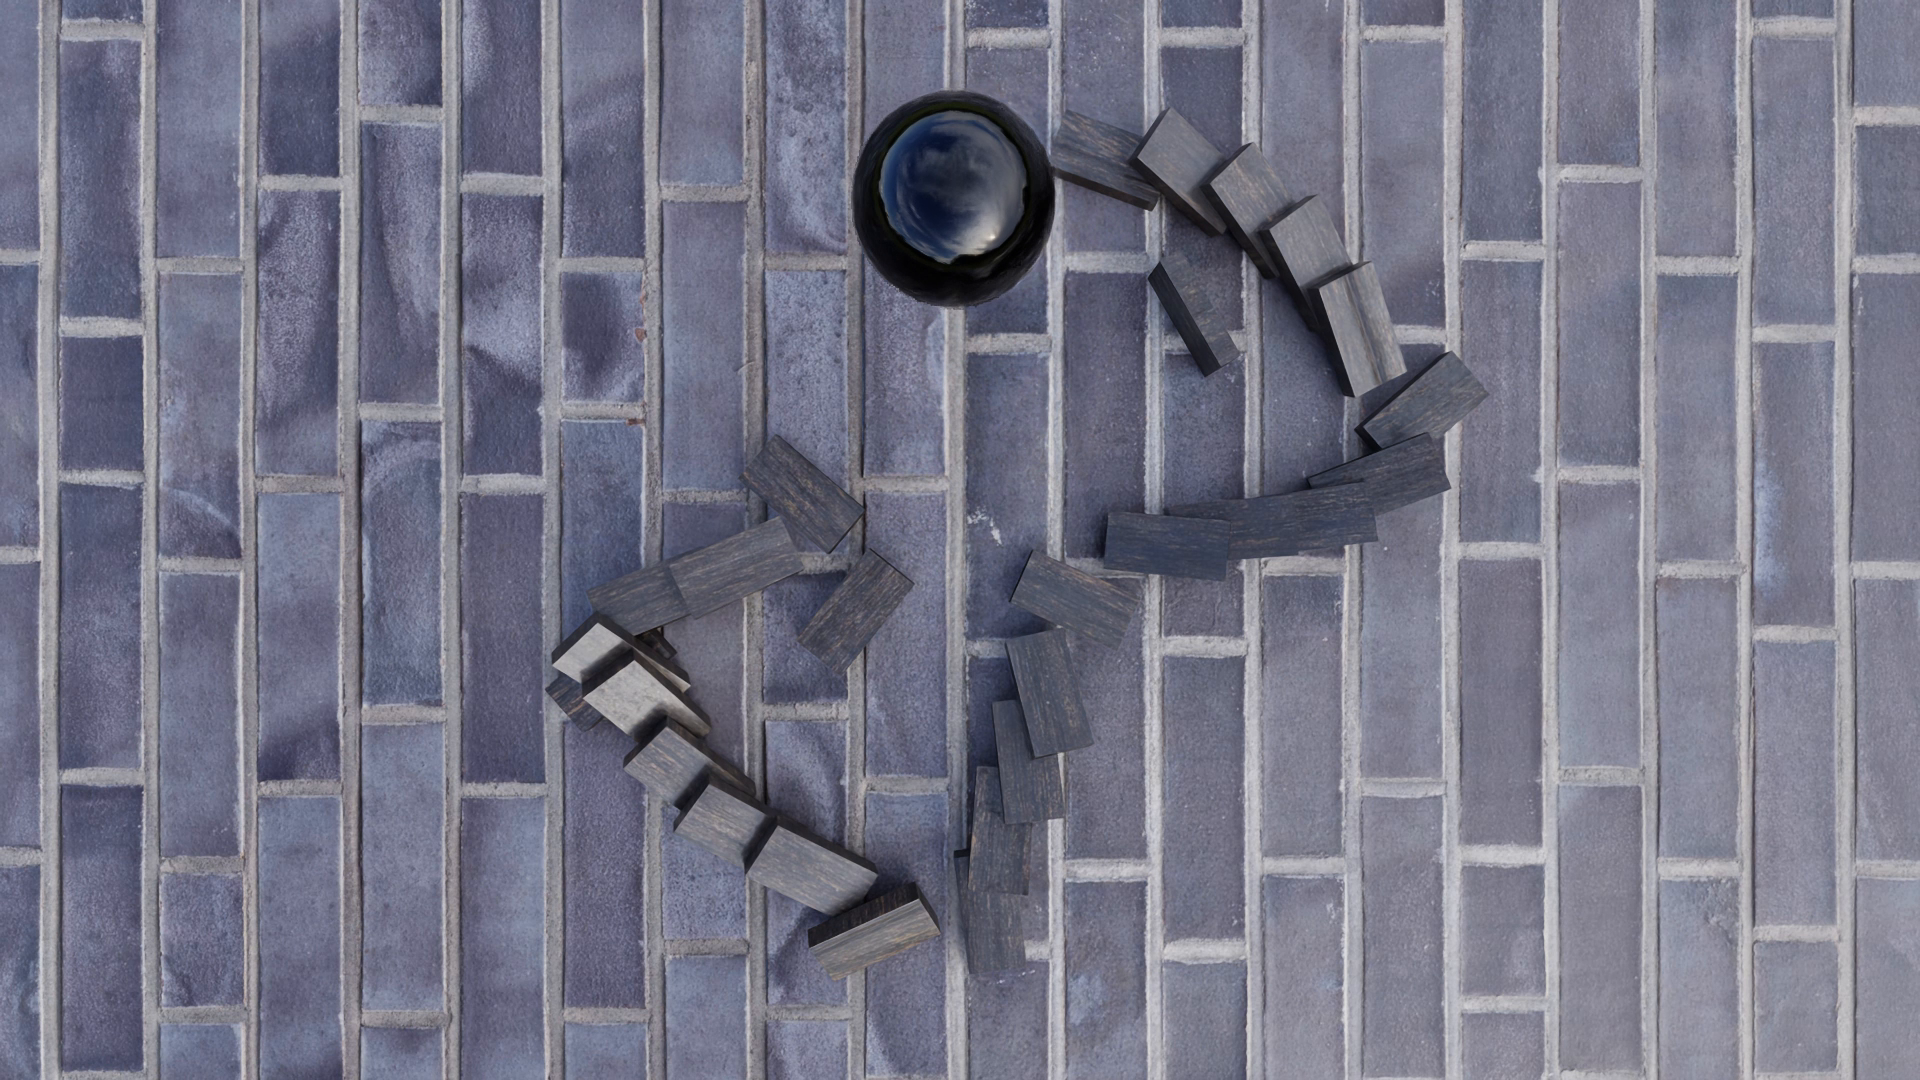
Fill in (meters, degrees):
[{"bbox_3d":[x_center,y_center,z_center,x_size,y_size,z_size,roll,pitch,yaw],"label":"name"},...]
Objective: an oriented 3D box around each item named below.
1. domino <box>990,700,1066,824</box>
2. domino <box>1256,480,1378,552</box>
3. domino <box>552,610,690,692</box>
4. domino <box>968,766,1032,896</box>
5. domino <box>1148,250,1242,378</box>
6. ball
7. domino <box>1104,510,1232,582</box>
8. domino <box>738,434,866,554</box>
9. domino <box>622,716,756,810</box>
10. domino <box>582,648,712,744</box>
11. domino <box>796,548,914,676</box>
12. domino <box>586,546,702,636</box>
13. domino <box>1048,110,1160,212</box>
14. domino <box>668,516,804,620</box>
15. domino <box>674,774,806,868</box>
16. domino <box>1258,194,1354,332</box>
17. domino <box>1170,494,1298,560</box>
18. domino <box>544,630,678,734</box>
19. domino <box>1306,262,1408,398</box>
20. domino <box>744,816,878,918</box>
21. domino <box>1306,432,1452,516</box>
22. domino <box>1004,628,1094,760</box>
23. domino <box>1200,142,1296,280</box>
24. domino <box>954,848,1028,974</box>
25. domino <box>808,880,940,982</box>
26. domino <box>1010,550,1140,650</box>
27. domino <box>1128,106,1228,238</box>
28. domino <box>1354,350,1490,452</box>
[{"bbox_3d":[0.028,0.093,0.388,0.025,0.009,0.050,-5,73,-3],"label":"domino"},{"bbox_3d":[0.148,-0.009,0.388,0.050,0.009,0.025,-8,91,18],"label":"domino"},{"bbox_3d":[-0.139,0.054,0.379,0.025,0.009,0.050,-43,126,1],"label":"domino"},{"bbox_3d":[0.018,0.123,0.388,0.025,0.010,0.050,5,73,0],"label":"domino"},{"bbox_3d":[0.098,-0.095,0.388,0.010,0.025,0.050,-30,90,0],"label":"domino"},{"bbox_3d":[-0.002,-0.132,0.360,0.080,0.080,0.080,0,90,0],"label":"ball"},{"bbox_3d":[0.087,0.002,0.387,0.050,0.010,0.025,6,93,18],"label":"domino"},{"bbox_3d":[-0.068,-0.020,0.395,0.050,0.009,0.025,40,90,0],"label":"domino"},{"bbox_3d":[-0.113,0.099,0.386,0.025,0.009,0.050,-44,113,0],"label":"domino"},{"bbox_3d":[-0.129,0.070,0.381,0.025,0.009,0.050,-37,126,-3],"label":"domino"},{"bbox_3d":[-0.045,0.031,0.395,0.025,0.009,0.050,39,90,0],"label":"domino"},{"bbox_3d":[-0.128,0.024,0.389,0.050,0.009,0.025,-23,87,-14],"label":"domino"},{"bbox_3d":[0.065,-0.163,0.395,0.050,0.009,0.025,20,90,0],"label":"domino"},{"bbox_3d":[-0.094,0.012,0.388,0.050,0.009,0.025,-25,88,-16],"label":"domino"},{"bbox_3d":[-0.092,0.122,0.387,0.050,0.009,0.025,36,90,-20],"label":"domino"},{"bbox_3d":[0.150,-0.116,0.388,0.025,0.010,0.050,-36,108,0],"label":"domino"},{"bbox_3d":[0.116,-0.004,0.388,0.050,0.010,0.025,-5,90,18],"label":"domino"},{"bbox_3d":[-0.150,0.056,0.395,0.050,0.009,0.025,-42,90,0],"label":"domino"},{"bbox_3d":[0.168,-0.089,0.388,0.025,0.010,0.050,-27,108,-1],"label":"domino"},{"bbox_3d":[-0.063,0.140,0.388,0.050,0.009,0.025,33,90,-18],"label":"domino"},{"bbox_3d":[0.177,-0.024,0.388,0.050,0.010,0.025,-22,90,17],"label":"domino"},{"bbox_3d":[0.037,0.064,0.387,0.025,0.010,0.050,-12,72,-5],"label":"domino"},{"bbox_3d":[0.127,-0.139,0.388,0.025,0.010,0.050,-44,108,0],"label":"domino"},{"bbox_3d":[0.013,0.159,0.395,0.025,0.010,0.050,-8,90,0],"label":"domino"},{"bbox_3d":[-0.036,0.167,0.390,0.050,0.010,0.025,-24,120,0],"label":"domino"},{"bbox_3d":[0.049,0.026,0.395,0.050,0.009,0.025,24,90,0],"label":"domino"},{"bbox_3d":[0.098,-0.155,0.388,0.050,0.009,0.025,34,90,-18],"label":"domino"},{"bbox_3d":[0.199,-0.055,0.395,0.050,0.010,0.025,-41,90,0],"label":"domino"}]
